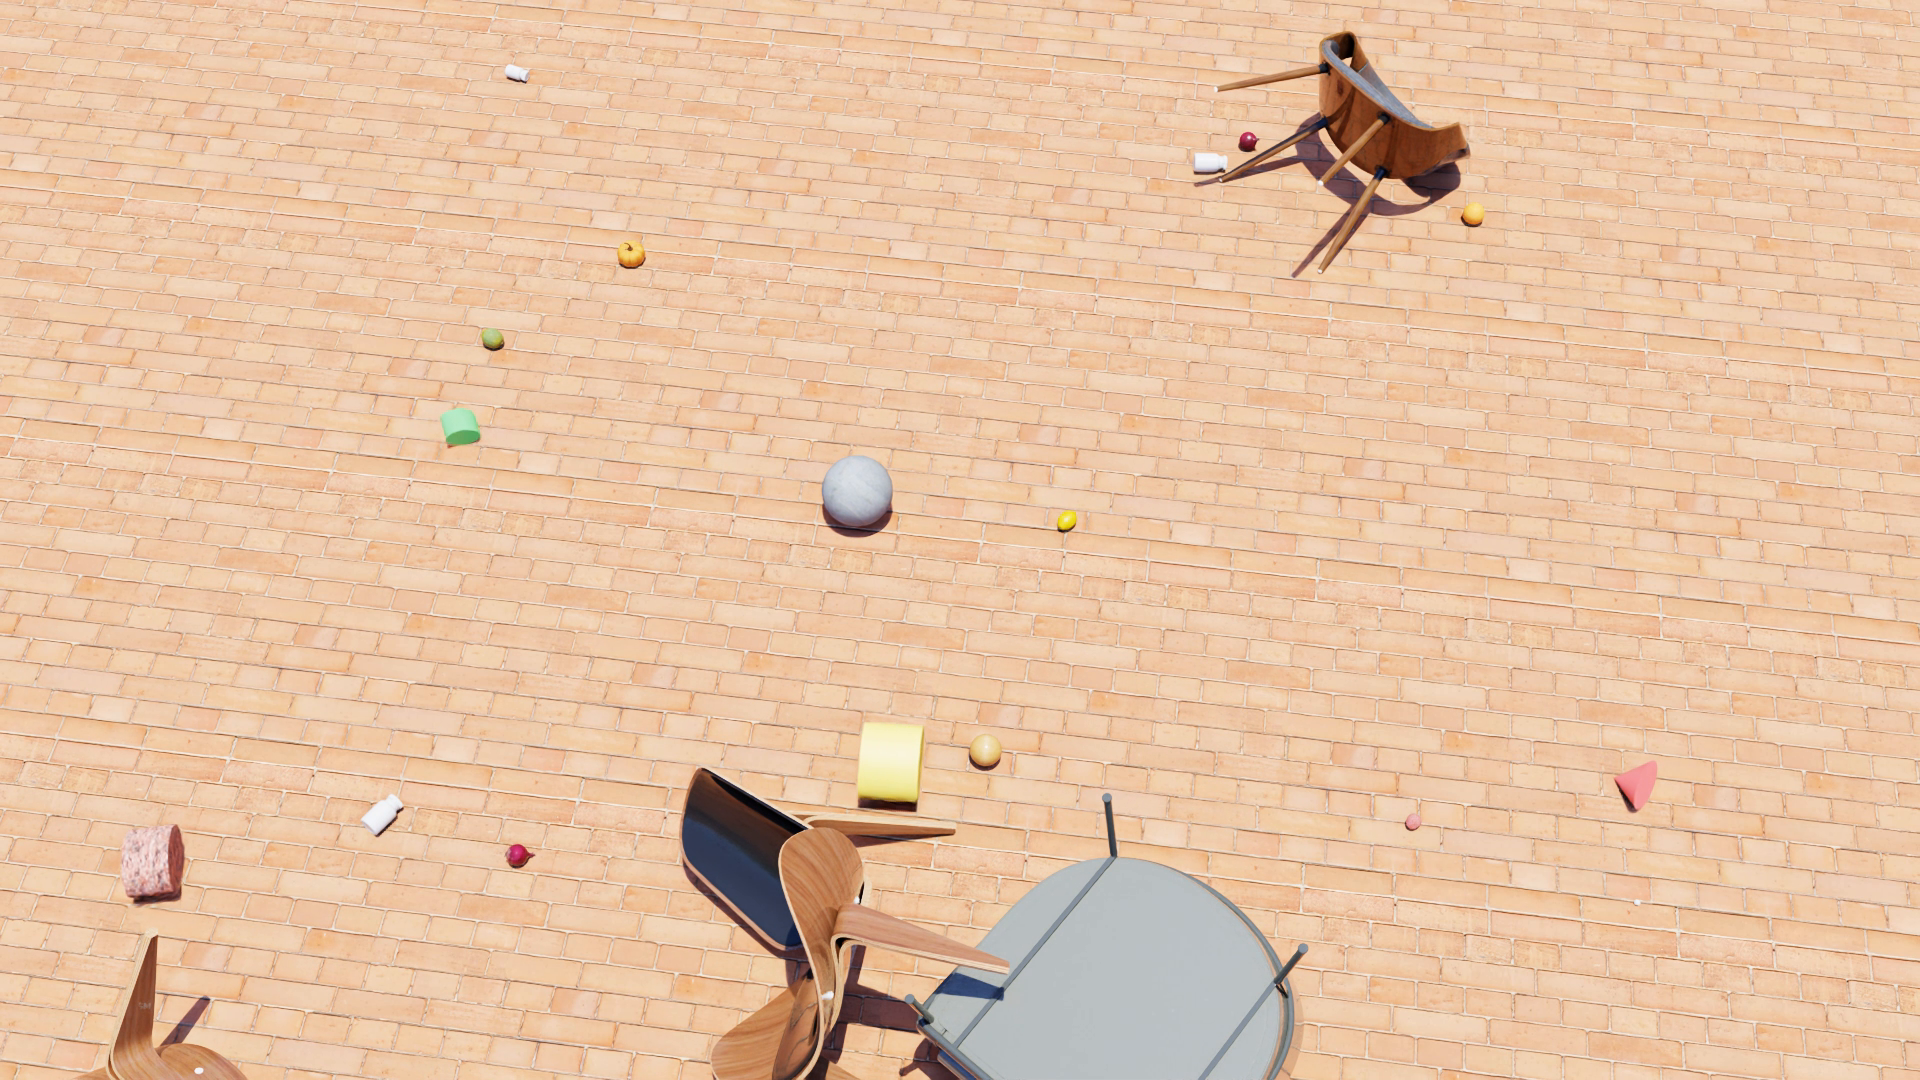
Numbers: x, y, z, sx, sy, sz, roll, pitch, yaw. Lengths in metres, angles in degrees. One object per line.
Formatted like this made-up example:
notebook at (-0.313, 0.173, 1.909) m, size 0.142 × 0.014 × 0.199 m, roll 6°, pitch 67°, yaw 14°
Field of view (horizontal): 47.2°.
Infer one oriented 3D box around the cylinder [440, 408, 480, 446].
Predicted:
cylinder at (-1.538, -0.348, 6.763) m, size 0.105 × 0.072 × 0.087 m, roll -7°, pitch 55°, yaw -23°

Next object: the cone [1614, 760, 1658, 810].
cone at (1.857, 0.669, 6.098) m, size 0.095 × 0.101 × 0.157 m, roll 10°, pitch 52°, yaw 41°

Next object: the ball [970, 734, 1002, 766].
ball at (0.072, 0.585, 6.127) m, size 0.090 × 0.090 × 0.090 m, roll 0°, pitch 56°, yaw 0°

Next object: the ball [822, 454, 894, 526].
ball at (-0.306, -0.146, 6.543) m, size 0.213 × 0.213 × 0.213 m, roll 0°, pitch 56°, yaw 0°

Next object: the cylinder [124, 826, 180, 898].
cylinder at (-2.170, 0.865, 5.911) m, size 0.122 × 0.137 × 0.191 m, roll -6°, pitch 51°, yaw -14°
